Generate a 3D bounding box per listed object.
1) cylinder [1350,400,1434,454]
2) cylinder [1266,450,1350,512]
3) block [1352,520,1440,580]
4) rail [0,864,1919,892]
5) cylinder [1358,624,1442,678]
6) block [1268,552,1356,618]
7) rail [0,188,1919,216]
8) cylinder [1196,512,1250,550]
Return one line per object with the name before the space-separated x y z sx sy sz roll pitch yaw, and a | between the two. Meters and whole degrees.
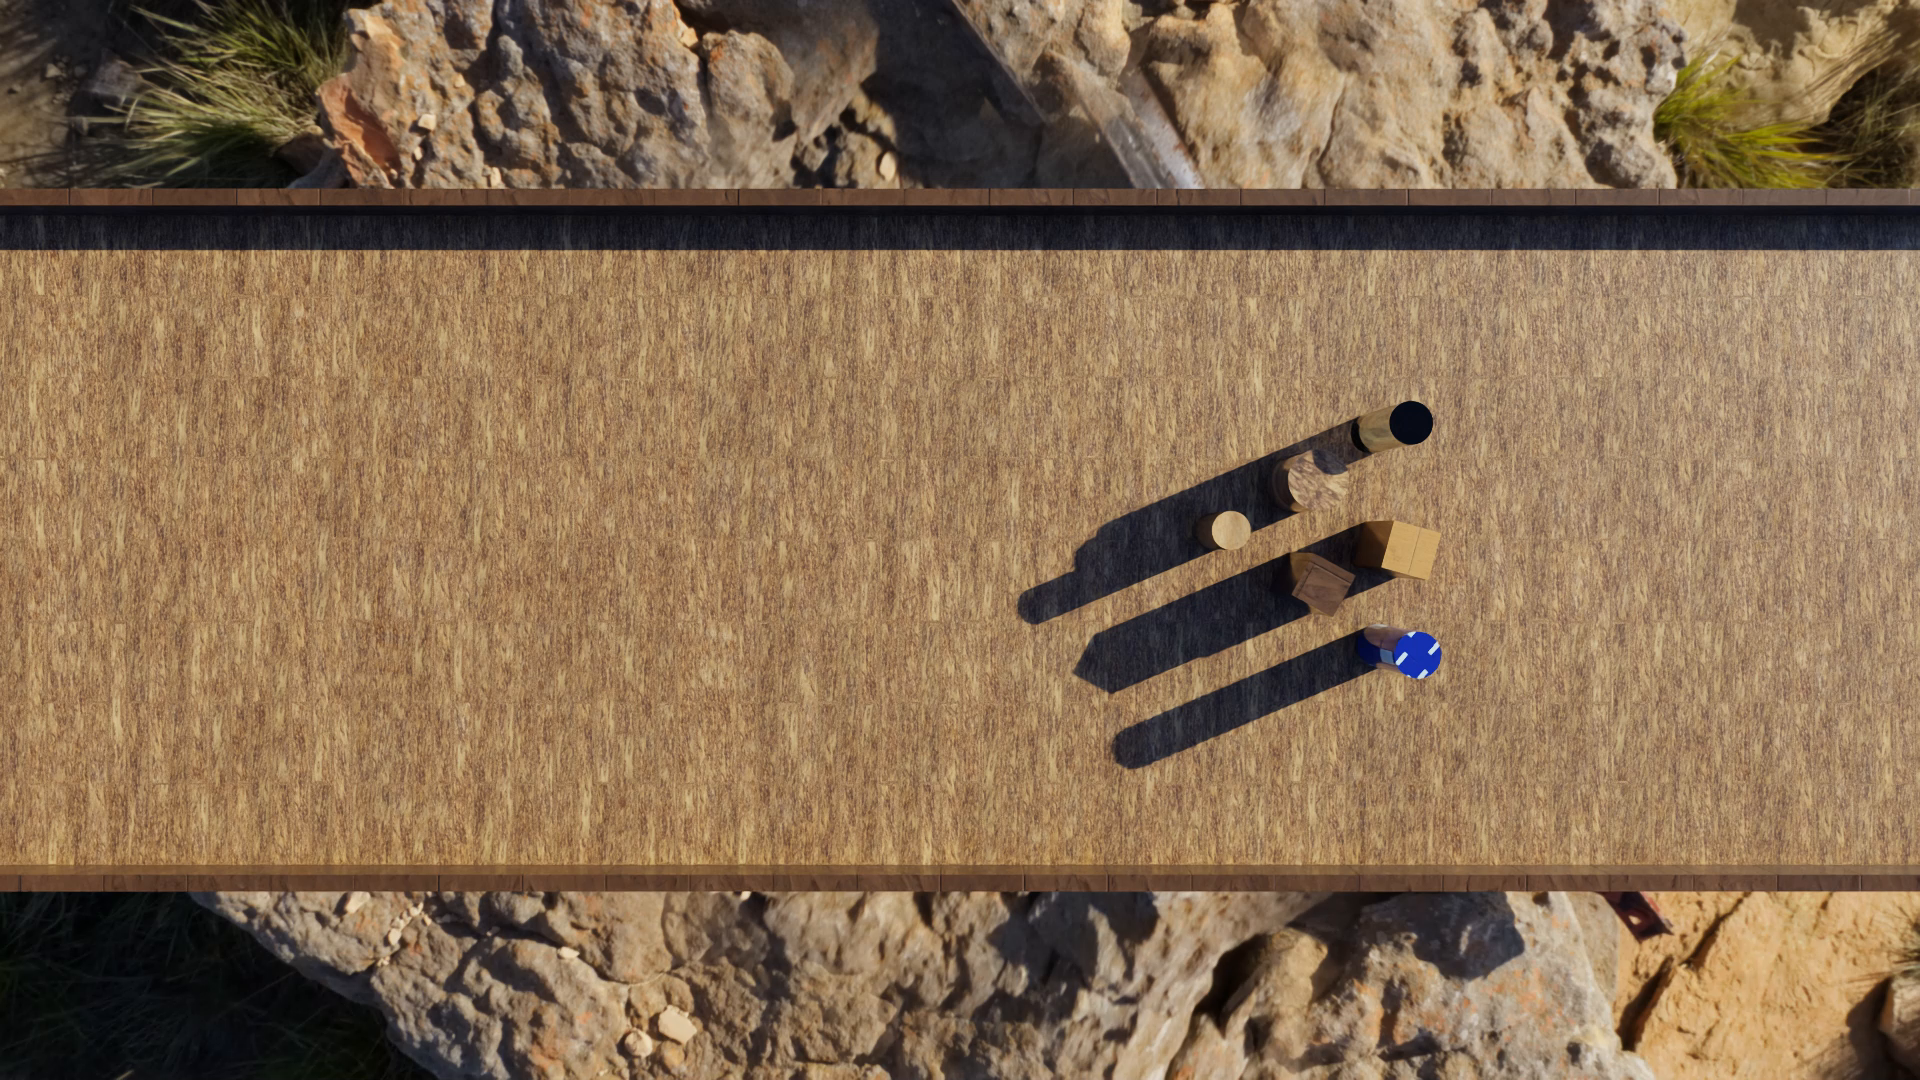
cylinder | 1.264 -0.328 4.848 0.124 0.456 0.124 0 90 0
cylinder | 1.029 -0.173 4.904 0.176 0.345 0.176 0 90 0
block | 1.295 0.029 4.905 0.140 0.343 0.140 15 90 0
rail | -2.247 1.025 5.001 12.000 0.150 0.050 0 90 0
cylinder | 1.288 0.324 4.857 0.132 0.438 0.132 0 90 0
block | 1.042 0.130 4.901 0.136 0.351 0.136 29 90 0
rail | -2.247 -1.025 5.002 12.000 0.150 0.050 0 90 0
cylinder | 0.782 -0.028 4.916 0.112 0.321 0.112 0 90 0
